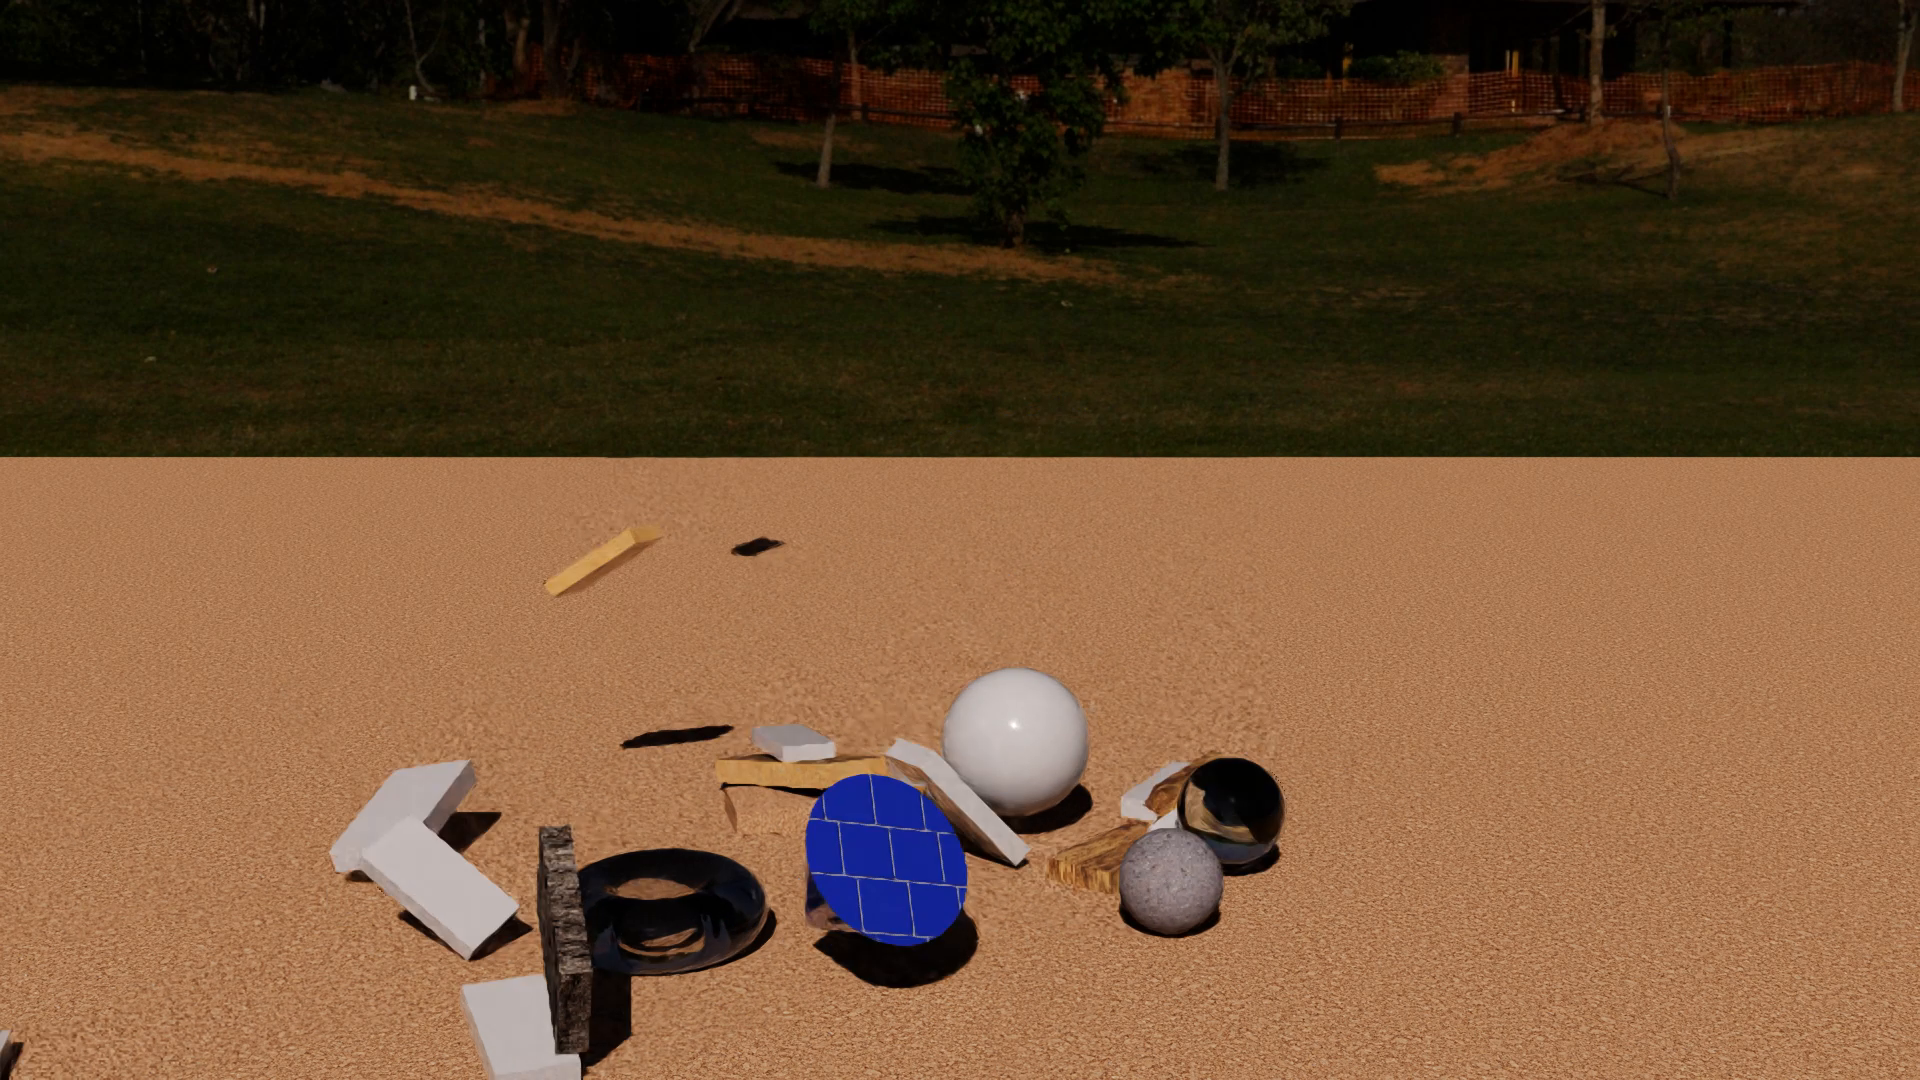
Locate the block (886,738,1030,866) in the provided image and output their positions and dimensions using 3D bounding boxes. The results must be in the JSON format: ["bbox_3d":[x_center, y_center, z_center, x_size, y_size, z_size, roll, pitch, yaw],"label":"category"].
[{"bbox_3d":[-0.004,0.451,3.784,0.038,0.265,0.133,-49,24,-16],"label":"block"}]

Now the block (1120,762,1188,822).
[{"bbox_3d":[0.417,0.479,4.166,0.133,0.038,0.266,5,12,27],"label":"block"}]

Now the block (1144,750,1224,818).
[{"bbox_3d":[0.462,0.471,4.008,0.148,0.042,0.295,33,22,20],"label":"block"}]

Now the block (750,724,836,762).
[{"bbox_3d":[-0.318,0.385,4.175,0.103,0.029,0.206,-3,6,-22],"label":"block"}]

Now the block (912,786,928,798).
[{"bbox_3d":[-0.072,0.434,3.435,0.054,0.109,0.015,2,27,25],"label":"block"}]

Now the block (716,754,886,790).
[{"bbox_3d":[-0.303,0.434,4.156,0.158,0.045,0.316,-2,-1,-43],"label":"block"}]

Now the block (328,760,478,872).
[{"bbox_3d":[-0.958,0.474,3.799,0.148,0.042,0.295,-9,20,12],"label":"block"}]

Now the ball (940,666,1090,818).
[{"bbox_3d":[0.100,0.363,3.955,0.269,0.269,0.269,0,11,0],"label":"ball"}]

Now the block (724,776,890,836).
[{"bbox_3d":[-0.268,0.491,4.076,0.316,0.045,0.158,-3,10,-14],"label":"block"}]

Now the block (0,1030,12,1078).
[{"bbox_3d":[-1.338,0.714,2.910,0.115,0.033,0.229,-2,11,-13],"label":"block"}]

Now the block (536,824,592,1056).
[{"bbox_3d":[-0.546,0.546,3.024,0.042,0.148,0.295,-1,34,-16],"label":"block"}]

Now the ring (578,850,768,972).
[{"bbox_3d":[-0.468,0.577,3.437,0.339,0.113,0.339,0,12,0],"label":"ring"}]

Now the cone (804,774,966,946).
[{"bbox_3d":[-0.171,0.526,3.275,0.266,0.266,0.266,-9,-24,-39],"label":"cone"}]

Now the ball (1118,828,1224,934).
[{"bbox_3d":[0.334,0.540,3.484,0.167,0.167,0.167,0,11,0],"label":"ball"}]

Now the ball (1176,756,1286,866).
[{"bbox_3d":[0.462,0.462,3.747,0.185,0.185,0.185,0,11,0],"label":"ball"}]

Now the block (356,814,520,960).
[{"bbox_3d":[-0.808,0.536,3.408,0.230,0.033,0.115,39,41,6],"label":"block"}]

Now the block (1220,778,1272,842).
[{"bbox_3d":[0.502,0.475,3.861,0.015,0.109,0.054,-39,-11,32],"label":"block"}]

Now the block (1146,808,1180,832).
[{"bbox_3d":[0.397,0.488,3.835,0.054,0.015,0.166,42,44,22],"label":"block"}]

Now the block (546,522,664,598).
[{"bbox_3d":[-0.644,0.036,3.988,0.206,0.029,0.103,-31,-5,22],"label":"block"}]

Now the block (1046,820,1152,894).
[{"bbox_3d":[0.282,0.546,3.800,0.133,0.038,0.265,8,13,38],"label":"block"}]

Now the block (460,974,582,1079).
[{"bbox_3d":[-0.603,0.675,3.012,0.115,0.033,0.230,-5,22,-23],"label":"block"}]

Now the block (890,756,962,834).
[{"bbox_3d":[-0.043,0.463,4.086,0.158,0.045,0.316,20,8,-8],"label":"block"}]
